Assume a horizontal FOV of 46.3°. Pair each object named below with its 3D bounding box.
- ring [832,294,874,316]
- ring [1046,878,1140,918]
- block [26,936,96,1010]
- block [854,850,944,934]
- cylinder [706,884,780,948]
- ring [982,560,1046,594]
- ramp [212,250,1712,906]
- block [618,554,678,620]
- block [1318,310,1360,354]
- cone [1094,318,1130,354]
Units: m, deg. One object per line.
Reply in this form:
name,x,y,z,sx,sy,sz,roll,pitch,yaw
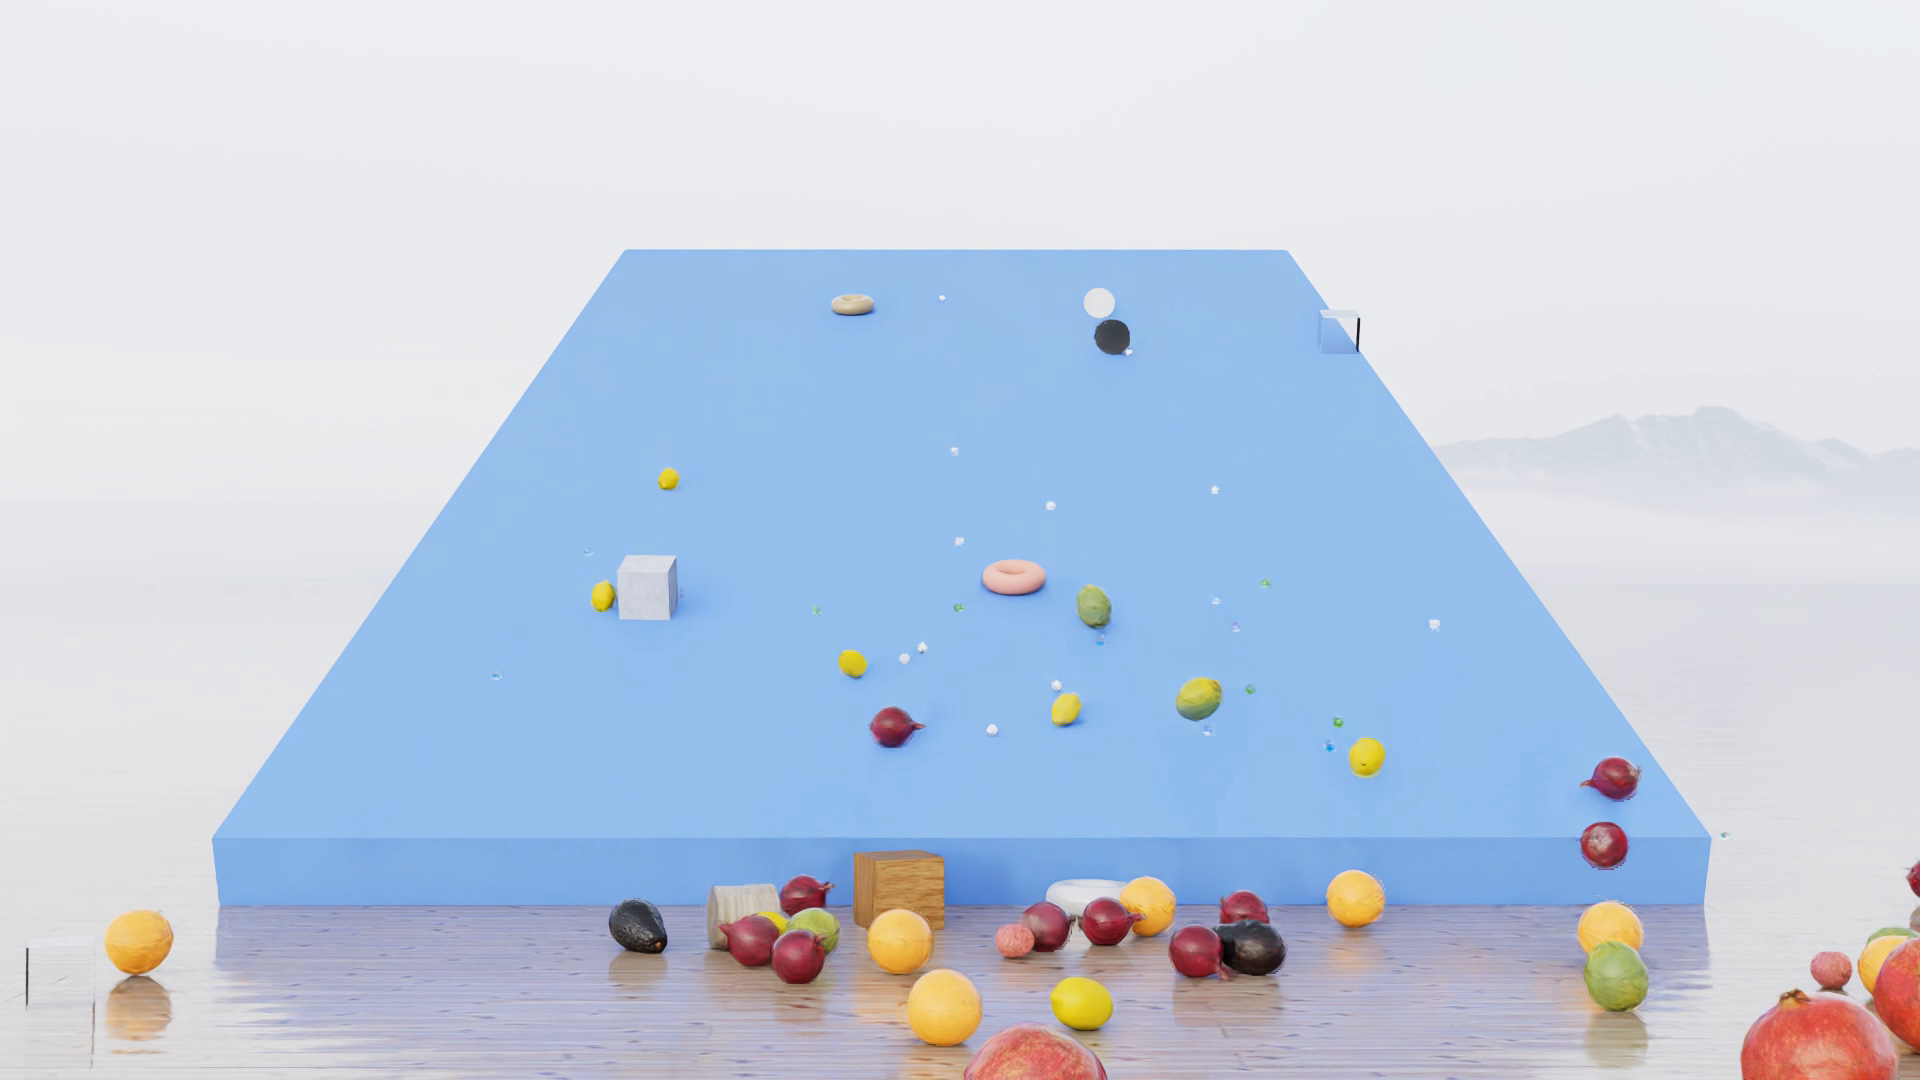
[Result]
ring,-0.286,-0.625,5.973,0.116,0.039,0.116,-1,19,0
ring,0.174,0.471,2.946,0.123,0.041,0.123,1,-2,0
block,-0.933,0.449,2.331,0.064,0.064,0.064,0,-1,-18
block,-0.077,0.444,2.842,0.090,0.090,0.090,0,-1,-20
cylinder,-0.259,0.449,2.683,0.074,0.074,0.074,0,-1,-17
ring,0.095,0.065,3.923,0.112,0.037,0.112,-1,19,0
ramp,-0.004,-0.193,4.905,2.000,0.100,4.000,0,19,0
block,-0.528,0.080,3.801,0.085,0.085,0.085,1,19,3
block,0.940,-0.517,5.573,0.091,0.091,0.091,1,19,1
cone,0.371,-0.495,5.583,0.091,0.091,0.091,0,-8,-7
